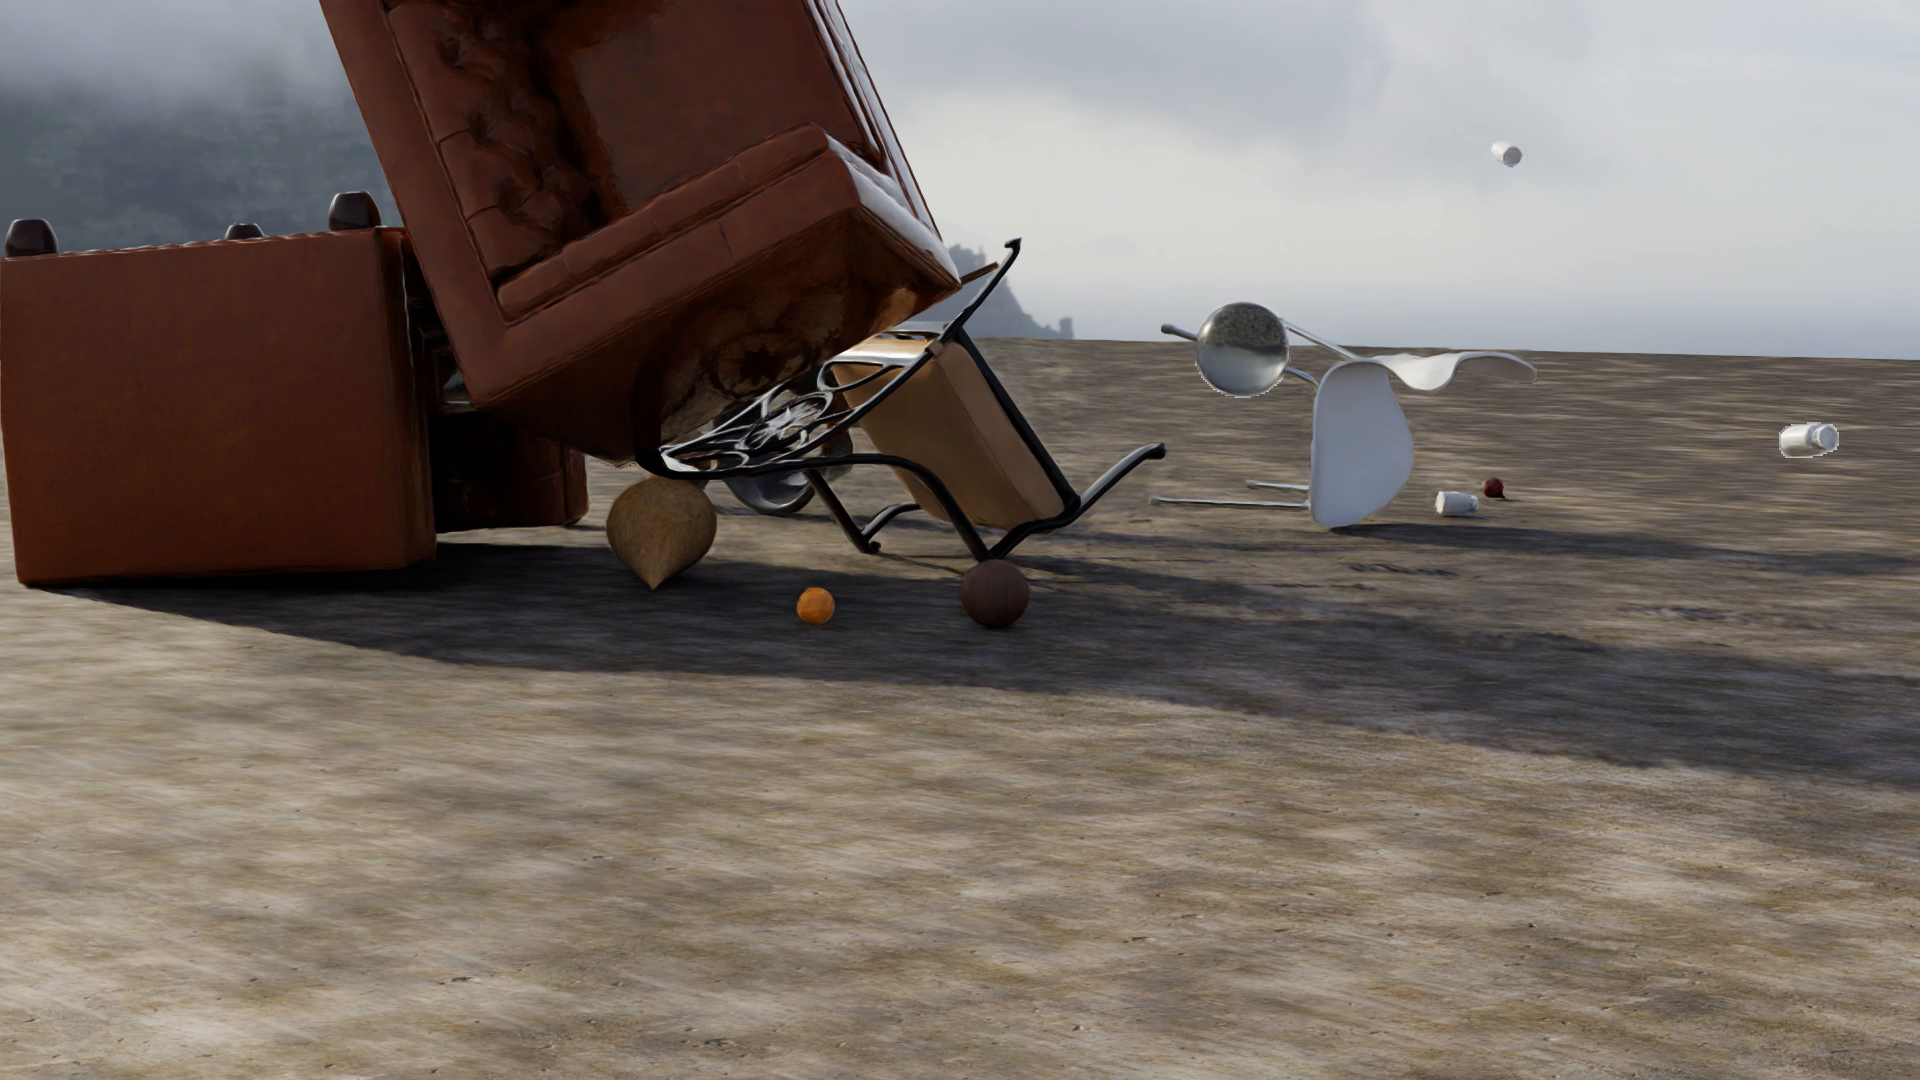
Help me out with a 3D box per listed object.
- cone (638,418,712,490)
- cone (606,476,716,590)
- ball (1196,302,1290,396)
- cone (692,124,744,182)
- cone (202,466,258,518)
[{"bbox_3d":[-0.849,-0.216,7.340,0.236,0.250,0.144,-3,12,22],"label":"cone"},{"bbox_3d":[-0.648,0.038,5.496,0.234,0.256,0.263,33,25,-19],"label":"cone"},{"bbox_3d":[0.629,-0.427,5.713,0.209,0.209,0.209,0,6,0],"label":"ball"},{"bbox_3d":[-0.699,-1.044,7.161,0.156,0.187,0.136,14,44,11],"label":"cone"},{"bbox_3d":[-2.020,-0.102,7.019,0.110,0.146,0.156,-10,25,34],"label":"cone"}]
